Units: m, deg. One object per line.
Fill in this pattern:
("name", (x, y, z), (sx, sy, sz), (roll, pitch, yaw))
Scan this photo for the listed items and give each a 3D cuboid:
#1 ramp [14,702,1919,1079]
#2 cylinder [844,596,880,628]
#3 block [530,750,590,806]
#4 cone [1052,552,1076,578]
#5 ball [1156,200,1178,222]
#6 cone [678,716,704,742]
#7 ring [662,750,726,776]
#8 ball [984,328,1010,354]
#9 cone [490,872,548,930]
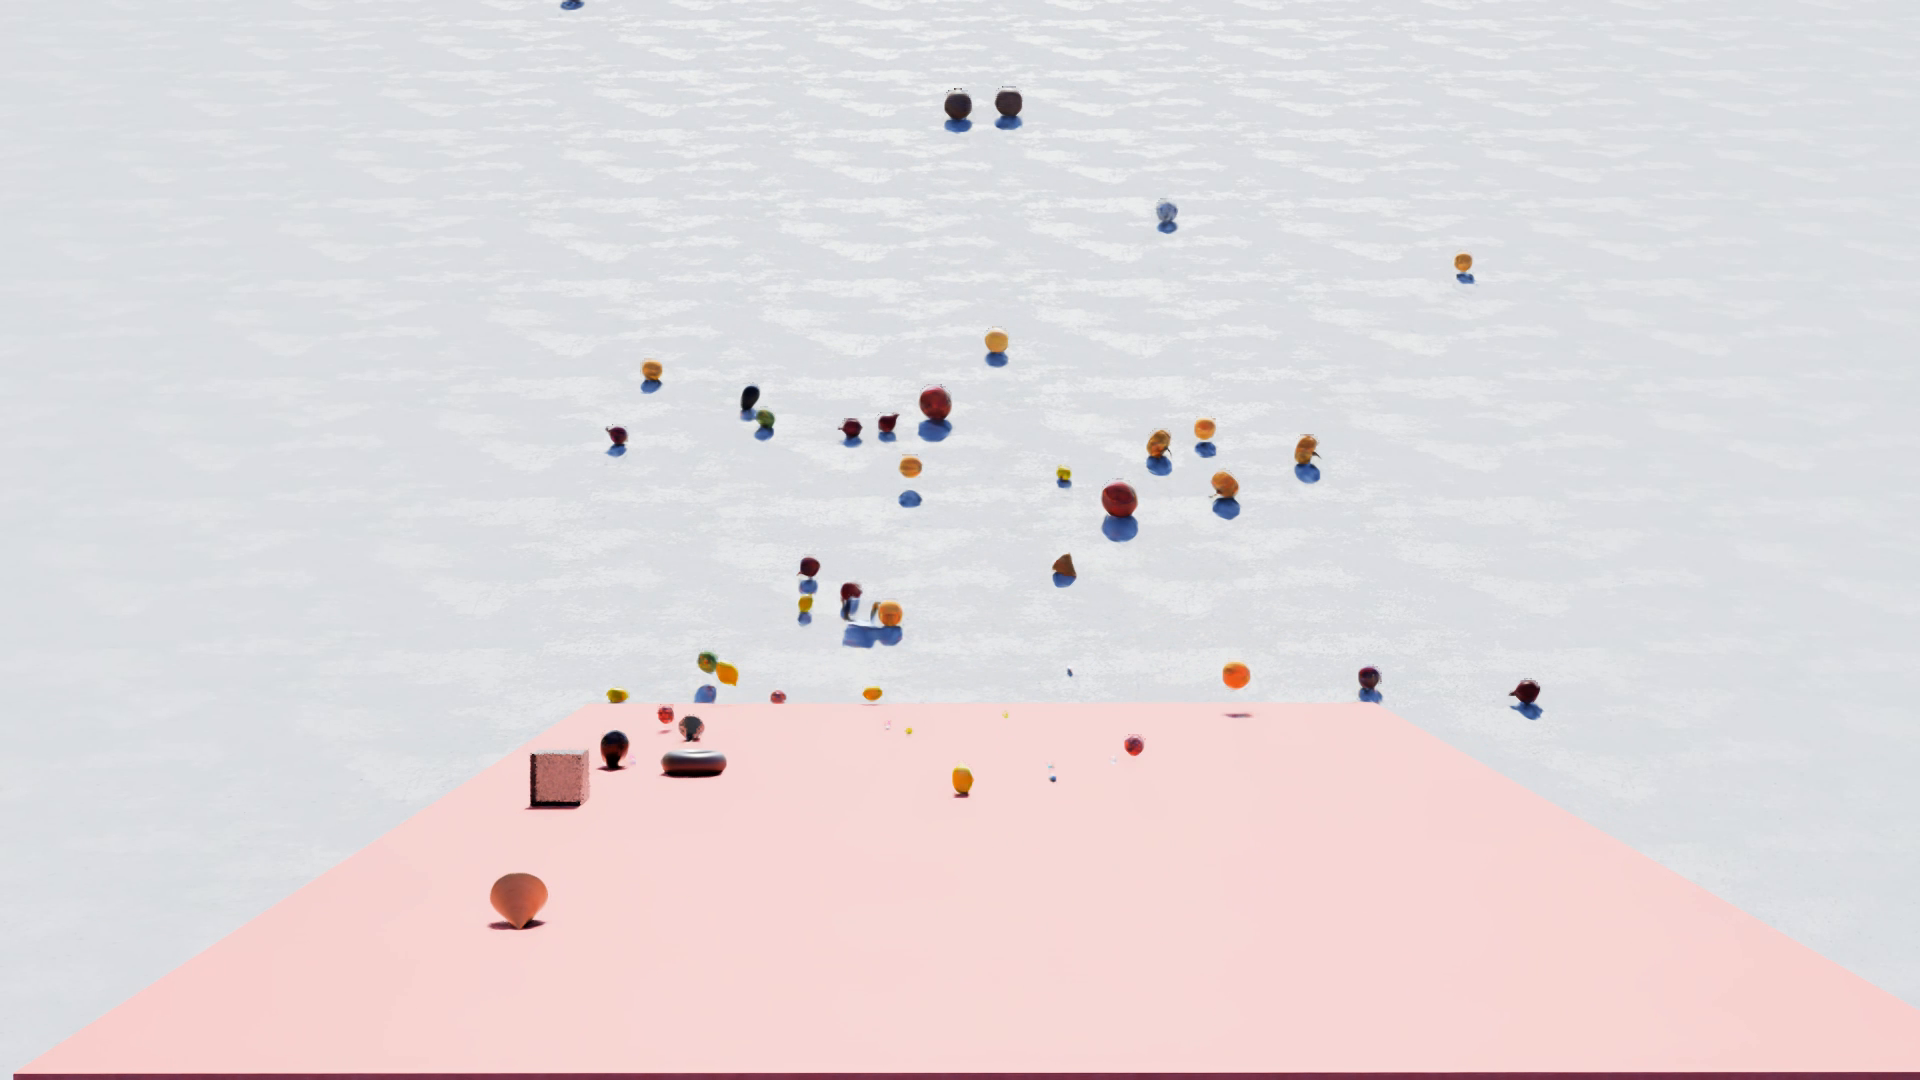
("ramp", (0.058, 0.522, 4.560), (2.000, 0.100, 4.000), (0, 2, 0))
("cylinder", (-0.272, 0.200, 7.133), (0.076, 0.076, 0.076), (9, 27, 15))
("block", (-0.717, 0.425, 4.624), (0.090, 0.090, 0.090), (0, 2, 1))
("cone", (0.315, 0.086, 7.431), (0.069, 0.069, 0.069), (-22, 60, -38))
("ball", (0.830, -1.318, 10.336), (0.088, 0.088, 0.088), (0, 25, 0))
("cone", (-0.593, 0.427, 5.661), (0.059, 0.059, 0.059), (0, 31, 0))
("ring", (-0.523, 0.436, 5.061), (0.129, 0.043, 0.129), (1, 1, 0))
("ball", (0.129, -0.697, 9.025), (0.086, 0.086, 0.086), (0, 25, 0))
("cone", (-0.578, 0.489, 3.377), (0.076, 0.076, 0.076), (-3, 29, -7))
